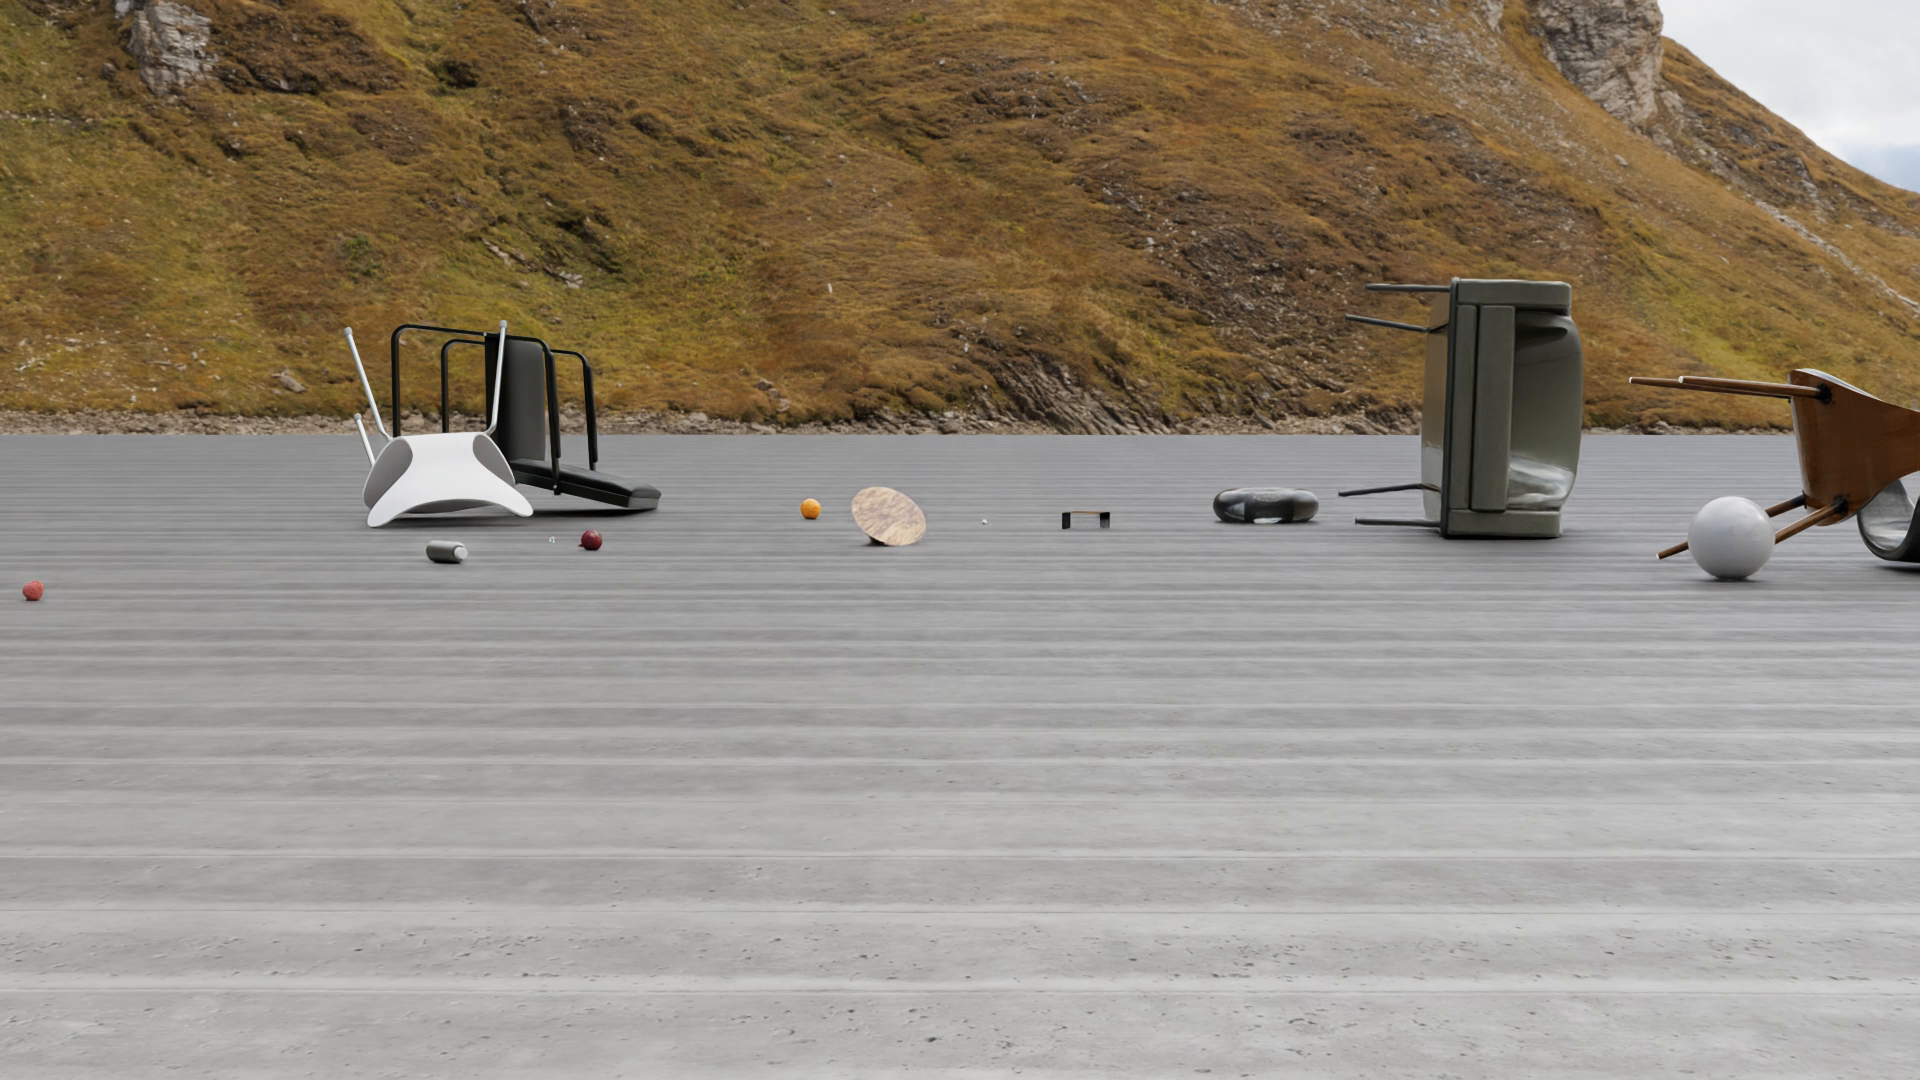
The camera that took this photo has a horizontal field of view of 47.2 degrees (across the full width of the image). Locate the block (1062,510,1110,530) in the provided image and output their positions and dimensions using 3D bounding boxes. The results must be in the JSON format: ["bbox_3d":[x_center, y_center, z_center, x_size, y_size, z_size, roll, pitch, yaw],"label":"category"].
[{"bbox_3d":[0.406,-0.063,7.074,0.118,0.053,0.115,2,4,26],"label":"block"}]

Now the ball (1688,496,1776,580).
[{"bbox_3d":[1.815,-0.005,5.176,0.197,0.197,0.197,0,4,0],"label":"ball"}]

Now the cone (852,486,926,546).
[{"bbox_3d":[-0.232,-0.032,6.417,0.223,0.115,0.261,43,37,12],"label":"cone"}]

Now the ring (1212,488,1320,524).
[{"bbox_3d":[1.041,-0.118,7.482,0.383,0.109,0.317,-3,6,-30],"label":"ring"}]
